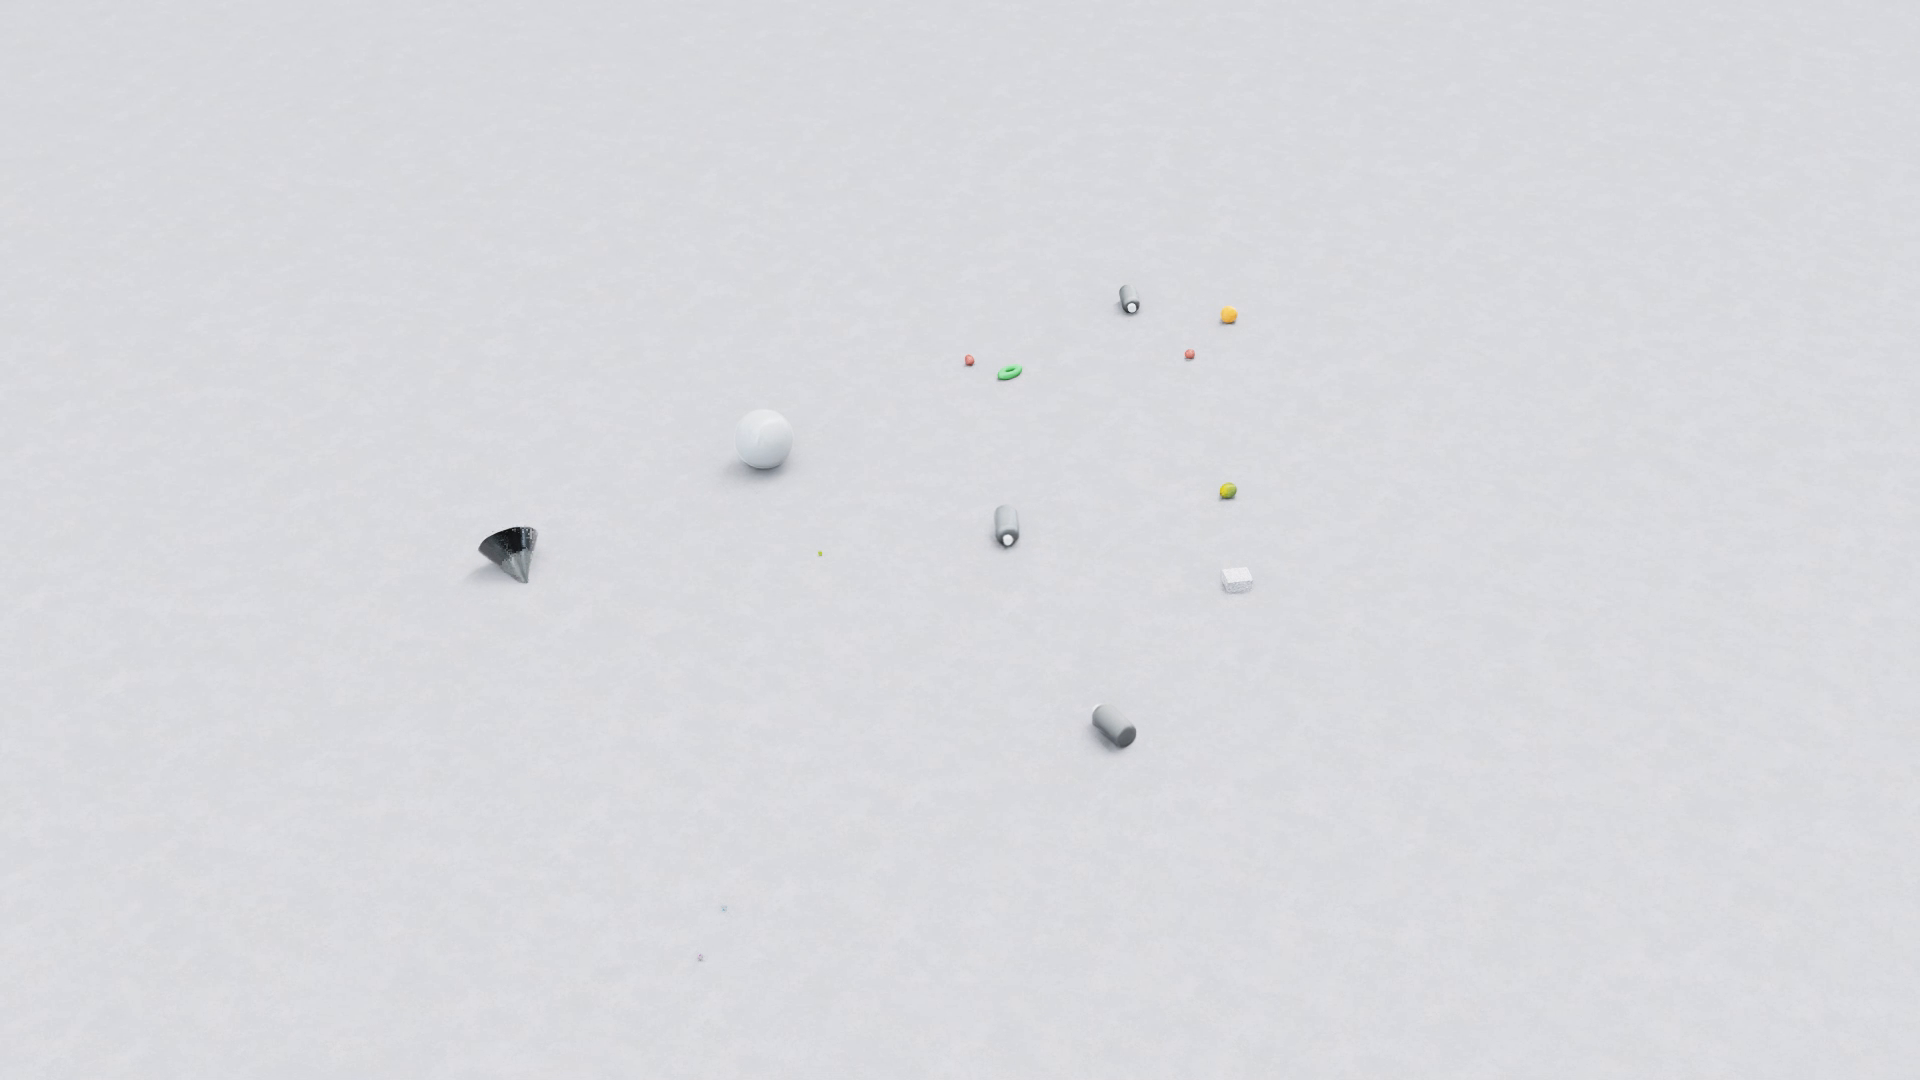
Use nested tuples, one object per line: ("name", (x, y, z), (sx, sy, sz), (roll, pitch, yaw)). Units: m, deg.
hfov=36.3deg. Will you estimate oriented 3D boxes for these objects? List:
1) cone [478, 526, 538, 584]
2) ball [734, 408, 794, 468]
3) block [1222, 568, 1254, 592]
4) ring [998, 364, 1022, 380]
("cone", (-1.620, 0.085, 10.735), (0.237, 0.197, 0.189), (-6, 59, -41))
("ball", (-0.758, -0.391, 11.326), (0.232, 0.232, 0.232), (0, 33, 0))
("block", (1.011, 0.145, 10.684), (0.093, 0.045, 0.086), (-6, 34, -9))
("ring", (0.204, -0.686, 11.957), (0.126, 0.031, 0.066), (-27, 43, -33))
